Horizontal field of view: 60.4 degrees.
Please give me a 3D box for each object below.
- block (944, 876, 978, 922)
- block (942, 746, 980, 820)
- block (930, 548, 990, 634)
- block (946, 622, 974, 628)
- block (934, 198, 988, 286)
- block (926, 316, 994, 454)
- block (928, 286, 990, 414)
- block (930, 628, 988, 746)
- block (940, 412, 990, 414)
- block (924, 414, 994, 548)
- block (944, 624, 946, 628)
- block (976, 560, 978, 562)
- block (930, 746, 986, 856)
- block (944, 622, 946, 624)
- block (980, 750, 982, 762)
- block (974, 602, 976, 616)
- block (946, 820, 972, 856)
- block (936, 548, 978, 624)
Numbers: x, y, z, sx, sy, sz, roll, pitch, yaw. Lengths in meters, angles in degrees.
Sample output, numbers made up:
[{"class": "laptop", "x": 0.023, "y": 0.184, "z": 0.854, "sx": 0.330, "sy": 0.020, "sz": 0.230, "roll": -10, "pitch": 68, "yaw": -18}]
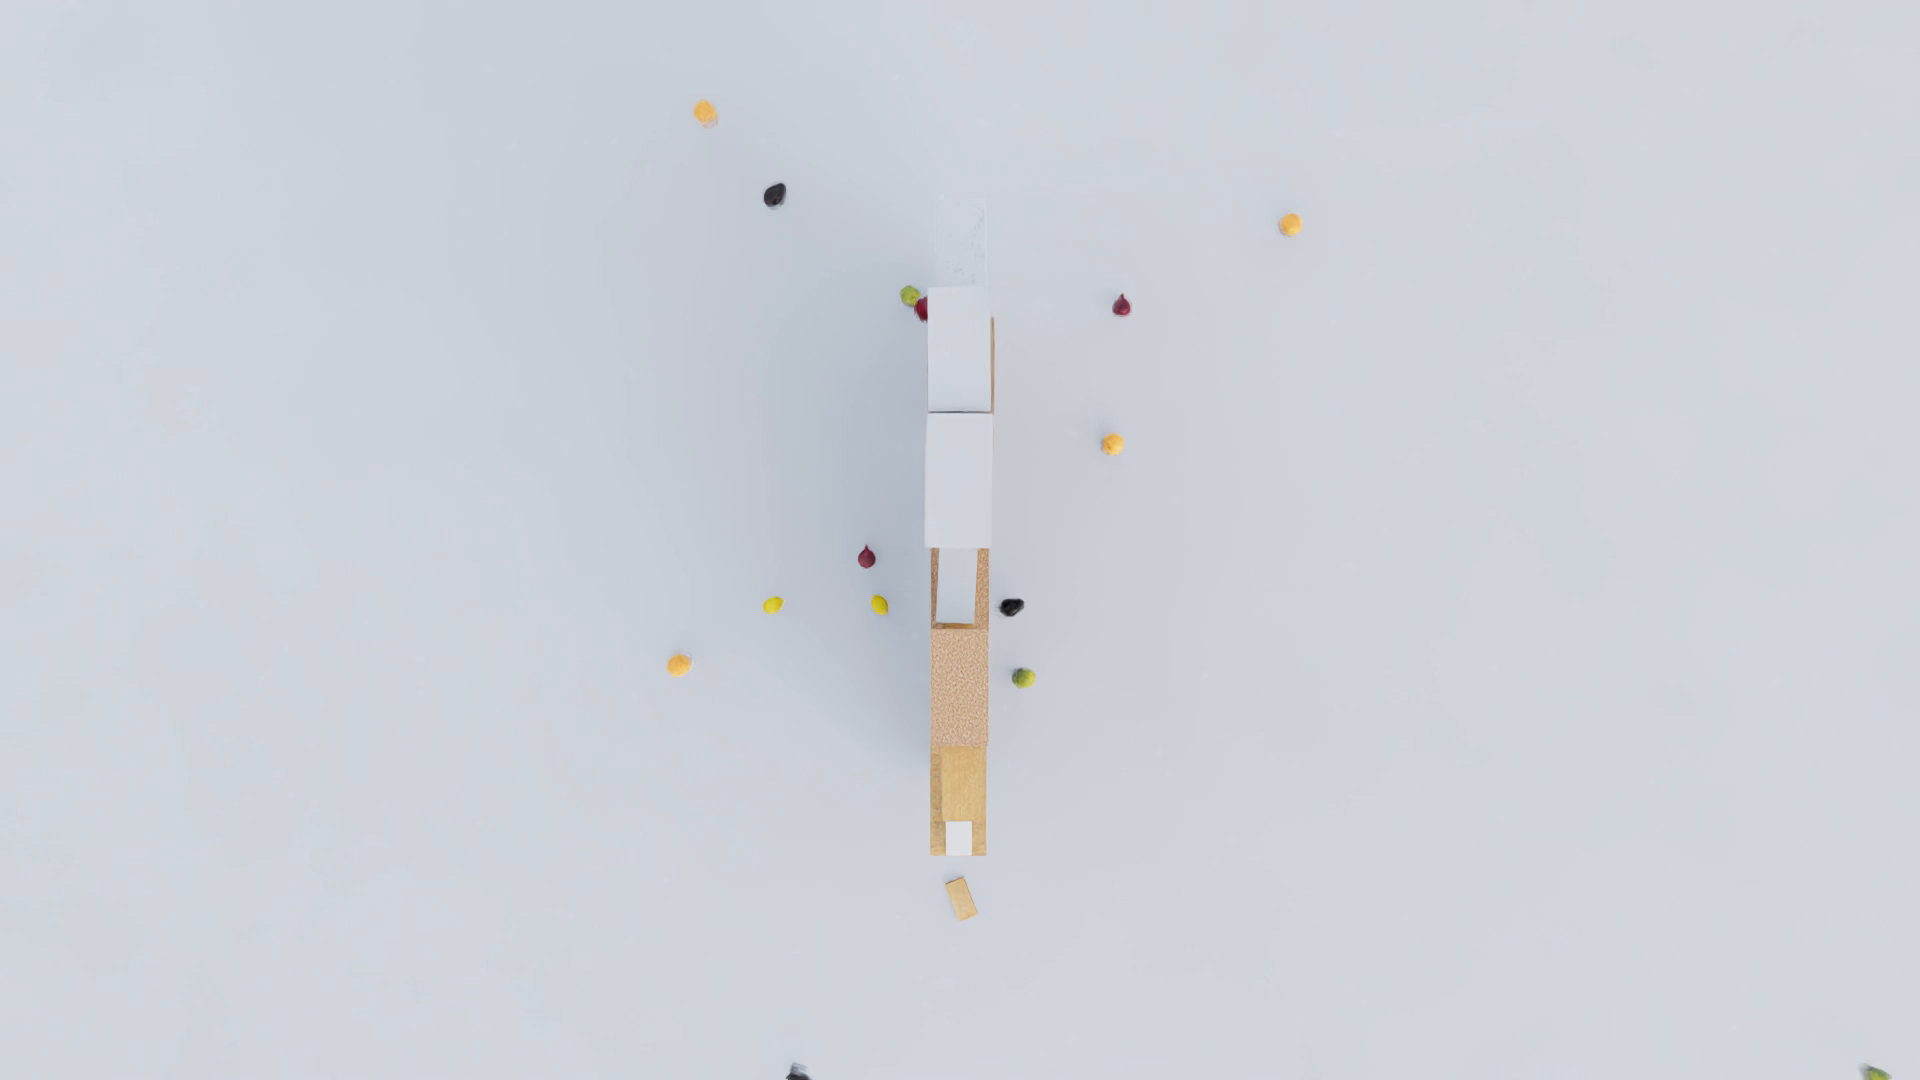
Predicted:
[{"class": "block", "x": 0.004, "y": 1.196, "z": 5.491, "sx": 0.066, "sy": 0.019, "sz": 0.132, "roll": -21, "pitch": 90, "yaw": 0}, {"class": "block", "x": 0.004, "y": 0.599, "z": 4.090, "sx": 0.095, "sy": 0.027, "sz": 0.190, "roll": 0, "pitch": 90, "yaw": 0}, {"class": "block", "x": 0.000, "y": 0.102, "z": 4.863, "sx": 0.171, "sy": 0.049, "sz": 0.343, "roll": 0, "pitch": 90, "yaw": 0}, {"class": "block", "x": 0.000, "y": 0.165, "z": 4.474, "sx": 0.080, "sy": 0.023, "sz": 0.160, "roll": 0, "pitch": 90, "yaw": 0}, {"class": "block", "x": 0.003, "y": -0.718, "z": 4.110, "sx": 0.128, "sy": 0.036, "sz": 0.256, "roll": -1, "pitch": 90, "yaw": 0}, {"class": "block", "x": 0.002, "y": -0.412, "z": 4.398, "sx": 0.180, "sy": 0.051, "sz": 0.359, "roll": 0, "pitch": 90, "yaw": 0}, {"class": "block", "x": -0.002, "y": -0.433, "z": 3.756, "sx": 0.141, "sy": 0.040, "sz": 0.283, "roll": -1, "pitch": 90, "yaw": 0}, {"class": "block", "x": -0.001, "y": 0.357, "z": 4.014, "sx": 0.141, "sy": 0.040, "sz": 0.282, "roll": 0, "pitch": 90, "yaw": 0}, {"class": "block", "x": 0.003, "y": -0.220, "z": 4.078, "sx": 0.138, "sy": 0.039, "sz": 0.275, "roll": 0, "pitch": 90, "yaw": 0}, {"class": "block", "x": -0.003, "y": -0.133, "z": 3.734, "sx": 0.151, "sy": 0.043, "sz": 0.302, "roll": 1, "pitch": 90, "yaw": 0}, {"class": "block", "x": -0.004, "y": 0.230, "z": 4.657, "sx": 0.085, "sy": 0.024, "sz": 0.169, "roll": 1, "pitch": 90, "yaw": 0}, {"class": "block", "x": -0.004, "y": 0.052, "z": 4.313, "sx": 0.097, "sy": 0.194, "sz": 0.027, "roll": 1, "pitch": 90, "yaw": 0}, {"class": "block", "x": -0.004, "y": 0.676, "z": 4.314, "sx": 0.147, "sy": 0.042, "sz": 0.293, "roll": 0, "pitch": 90, "yaw": 0}, {"class": "block", "x": -0.001, "y": 0.219, "z": 4.565, "sx": 0.080, "sy": 0.160, "sz": 0.023, "roll": 0, "pitch": 90, "yaw": 0}, {"class": "block", "x": 0.005, "y": 0.538, "z": 4.199, "sx": 0.095, "sy": 0.190, "sz": 0.027, "roll": 0, "pitch": 90, "yaw": 0}, {"class": "block", "x": -0.005, "y": 0.181, "z": 4.339, "sx": 0.097, "sy": 0.246, "sz": 0.027, "roll": 1, "pitch": 90, "yaw": 0}, {"class": "block", "x": -0.003, "y": 0.762, "z": 4.245, "sx": 0.066, "sy": 0.019, "sz": 0.132, "roll": 0, "pitch": 129, "yaw": 0}, {"class": "block", "x": -0.008, "y": 0.115, "z": 4.202, "sx": 0.097, "sy": 0.027, "sz": 0.194, "roll": 3, "pitch": 90, "yaw": 0}]
